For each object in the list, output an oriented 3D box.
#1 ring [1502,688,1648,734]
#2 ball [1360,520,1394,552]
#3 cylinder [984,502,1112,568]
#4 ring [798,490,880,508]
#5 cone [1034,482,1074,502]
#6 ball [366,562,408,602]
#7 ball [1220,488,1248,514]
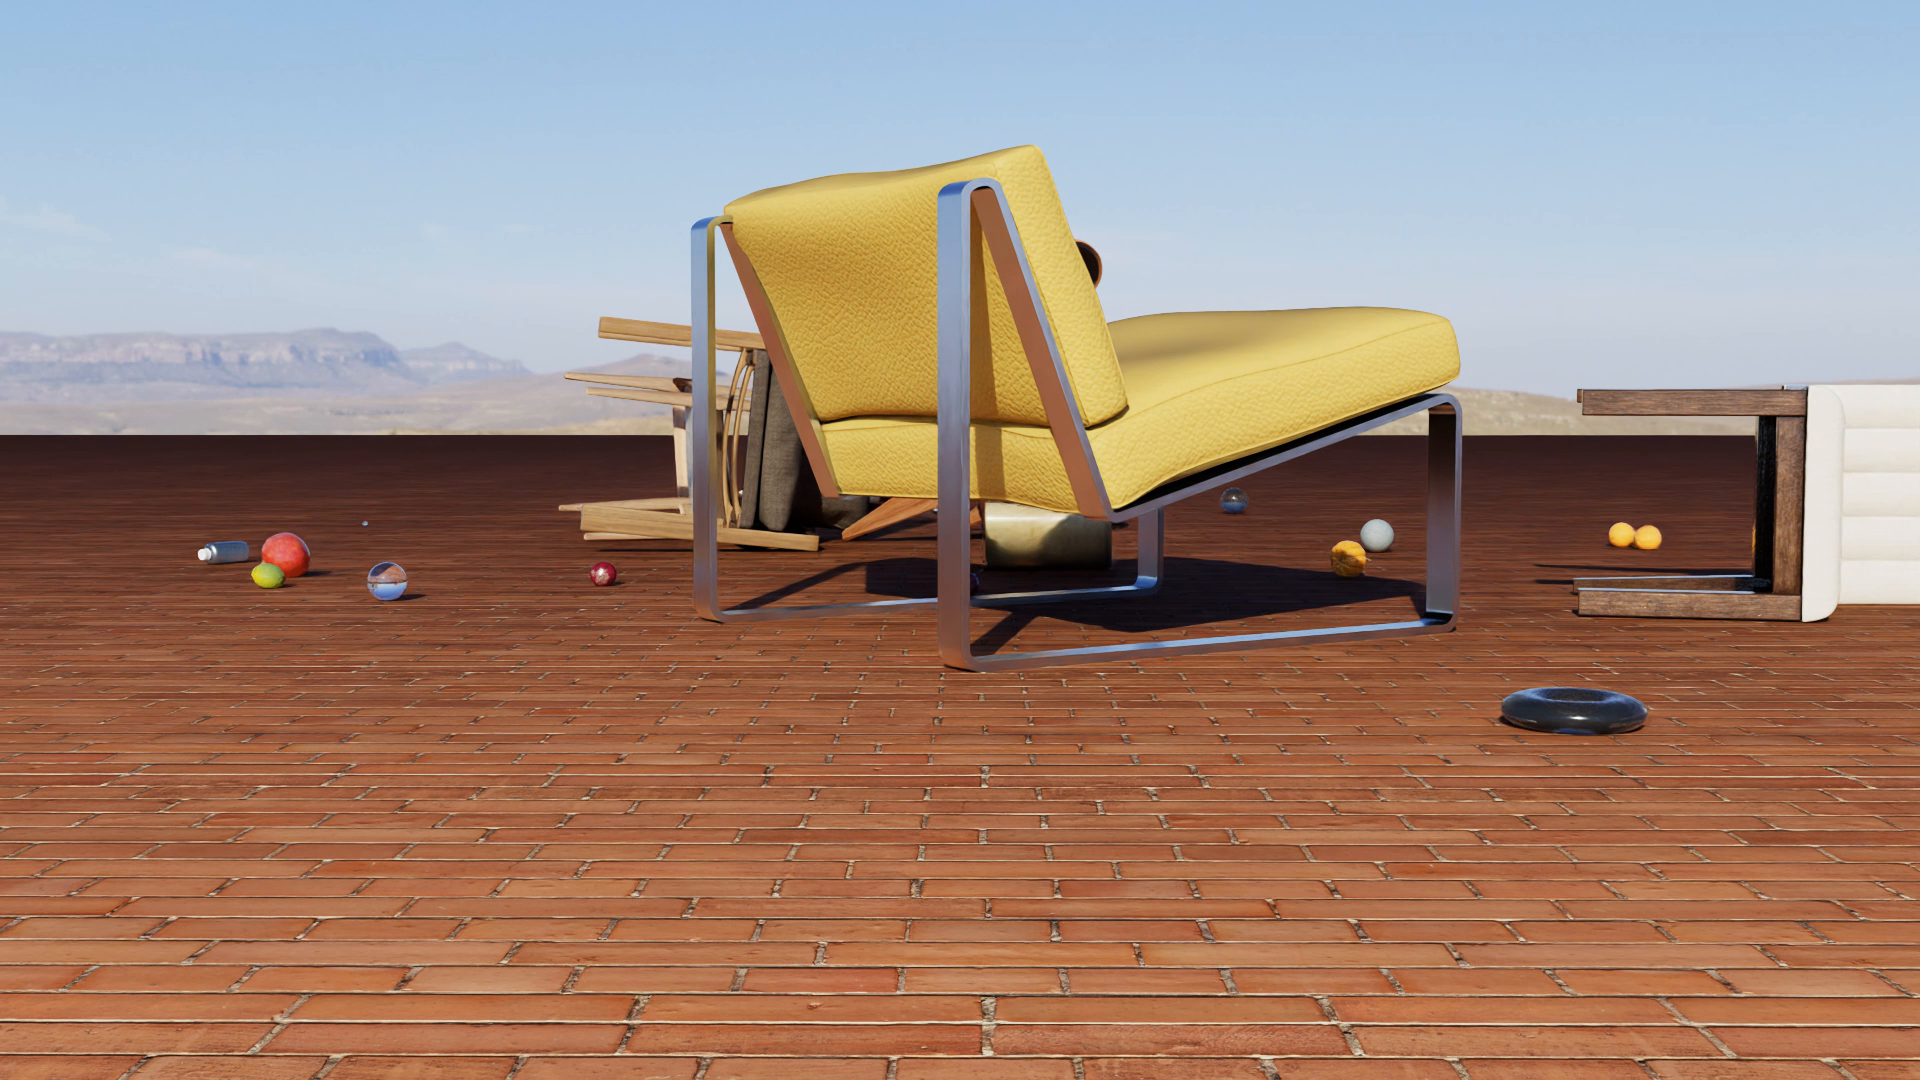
[{"bbox_3d":[0.818,0.227,2.931,0.190,0.043,0.187,4,6,37],"label":"ring"},{"bbox_3d":[1.144,-0.011,6.034,0.092,0.092,0.092,0,4,0],"label":"ball"},{"bbox_3d":[0.223,-0.013,5.495,0.311,0.148,0.259,0,-20,3],"label":"cylinder"},{"bbox_3d":[-0.462,-0.158,8.400,0.312,0.062,0.307,-1,5,-1],"label":"ring"},{"bbox_3d":[0.303,-0.131,8.065,0.156,0.104,0.167,-26,35,-31],"label":"cone"},{"bbox_3d":[-1.213,0.088,4.658,0.083,0.083,0.083,0,4,0],"label":"ball"},{"bbox_3d":[0.985,-0.141,7.905,0.095,0.095,0.095,0,4,0],"label":"ball"}]
